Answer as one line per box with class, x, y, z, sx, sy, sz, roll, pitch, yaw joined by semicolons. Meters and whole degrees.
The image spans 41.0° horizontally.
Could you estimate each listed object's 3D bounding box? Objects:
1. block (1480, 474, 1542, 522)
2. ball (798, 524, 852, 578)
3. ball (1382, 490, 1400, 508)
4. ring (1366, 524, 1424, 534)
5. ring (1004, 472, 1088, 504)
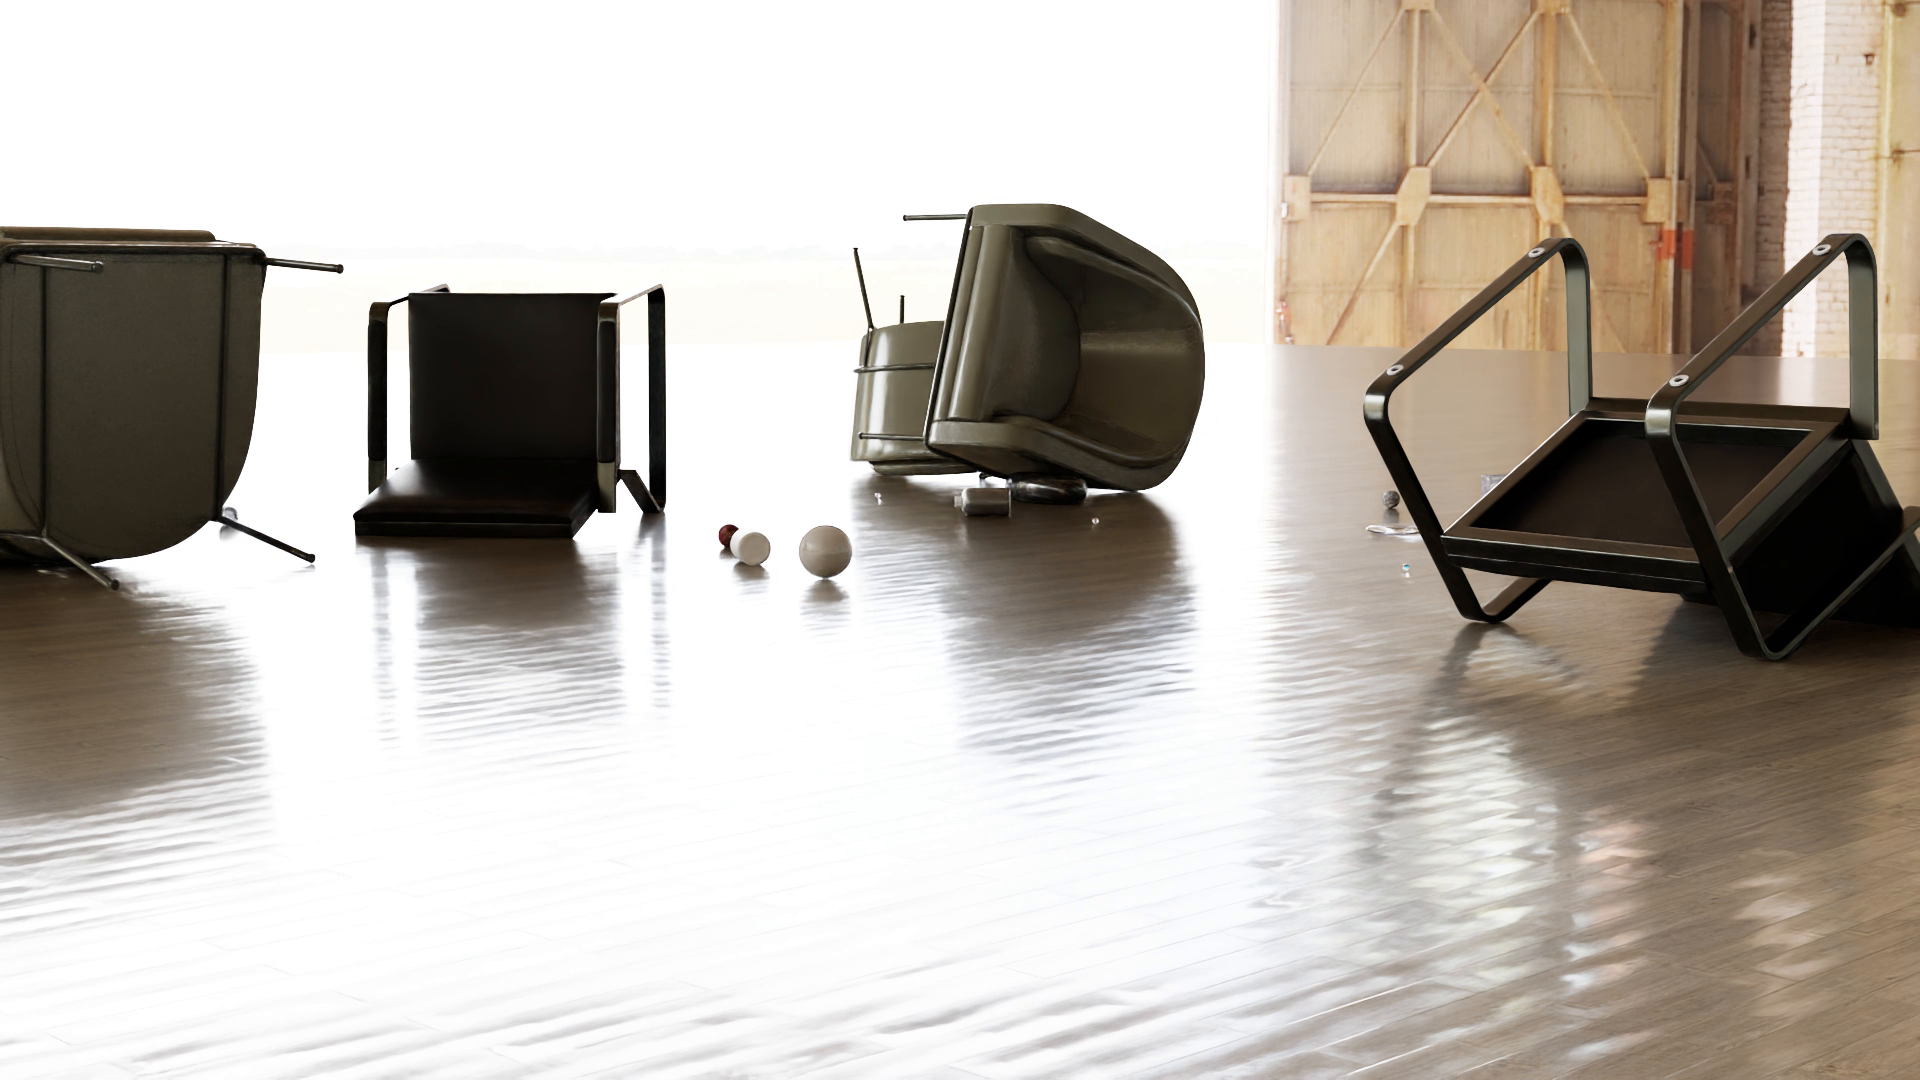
block;1.488;-0.114;6.929;0.112;0.120;0.114;-3;6;-25
ball;-0.293;0.025;5.589;0.119;0.119;0.119;0;6;0
ball;1.225;-0.116;7.292;0.051;0.051;0.051;0;6;0
ring;1.118;-0.027;6.585;0.148;0.018;0.075;1;7;9
ring;0.251;-0.153;7.506;0.196;0.082;0.345;-2;6;-29
